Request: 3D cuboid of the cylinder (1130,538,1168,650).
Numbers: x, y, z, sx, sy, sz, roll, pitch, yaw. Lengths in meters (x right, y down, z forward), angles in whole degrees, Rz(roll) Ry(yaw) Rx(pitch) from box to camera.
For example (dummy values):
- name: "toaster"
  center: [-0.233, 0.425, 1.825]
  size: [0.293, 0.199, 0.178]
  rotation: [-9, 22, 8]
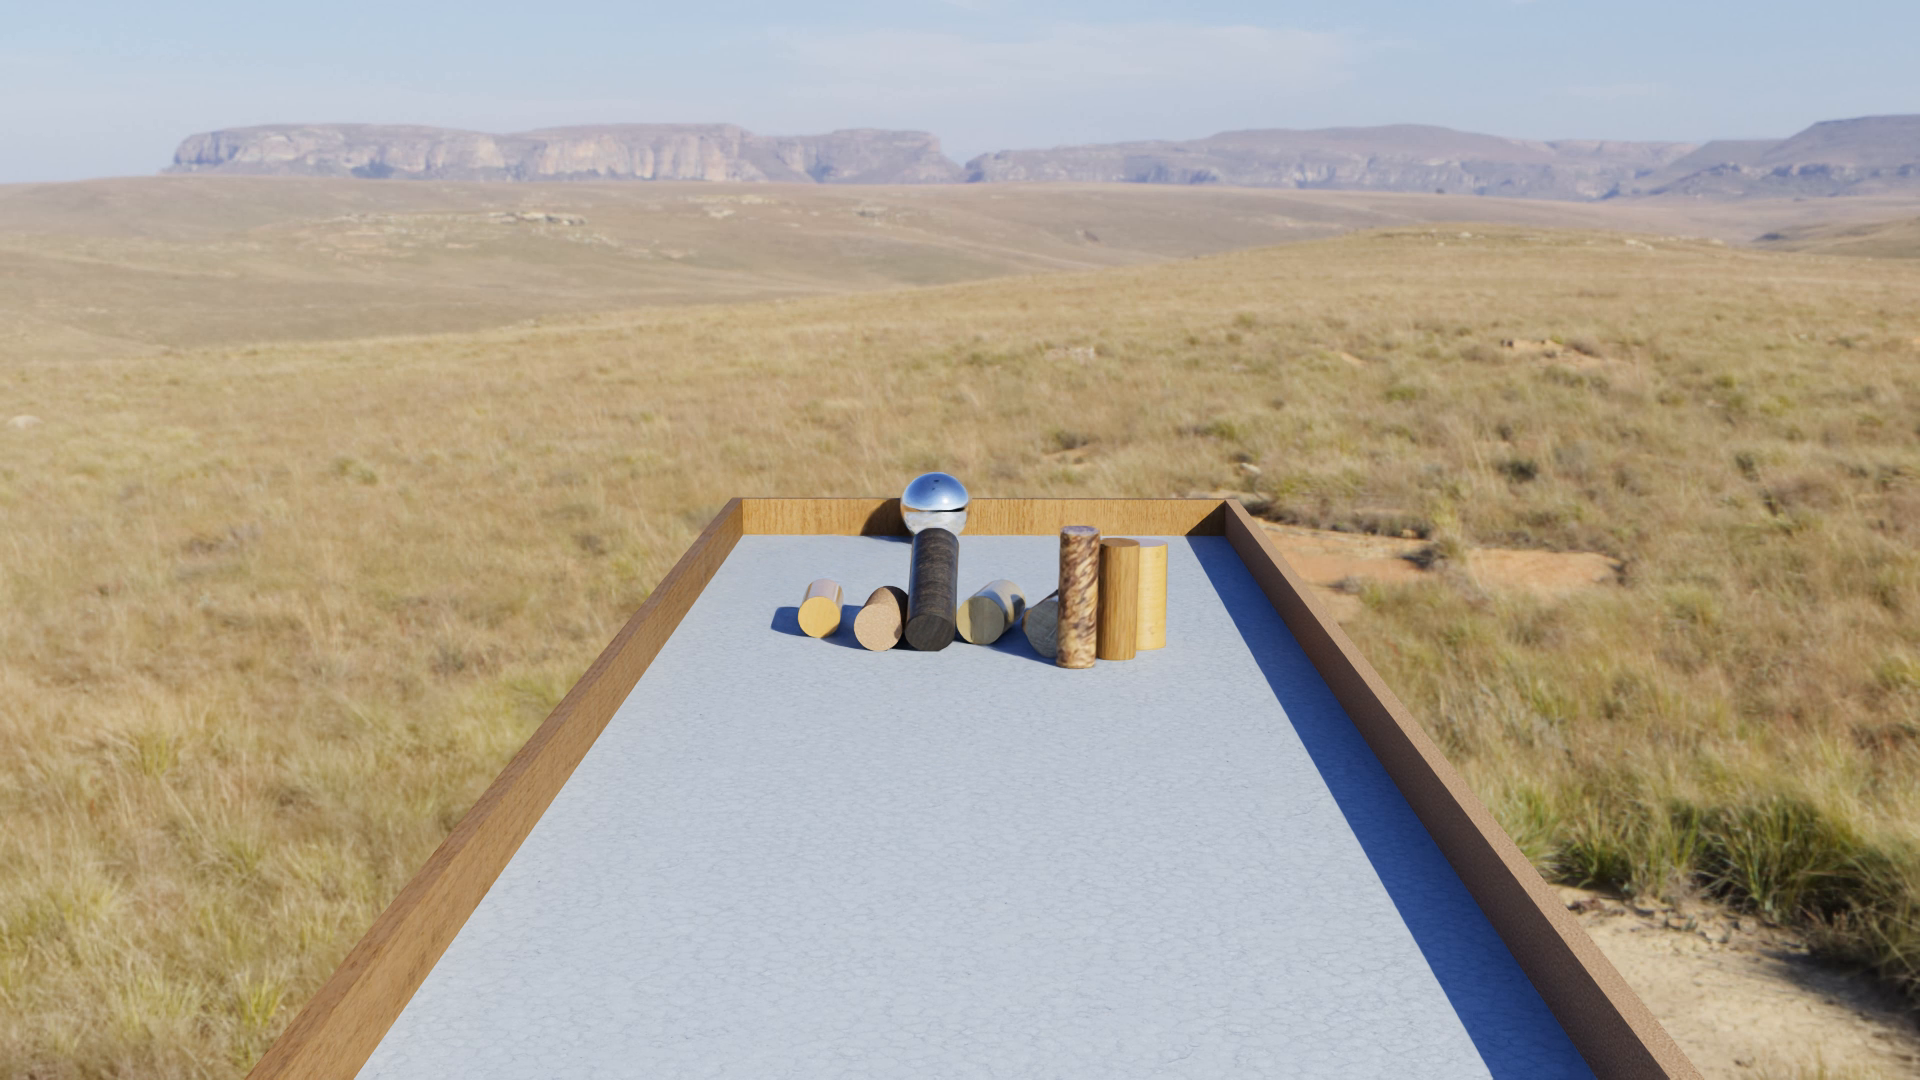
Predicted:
- name: "cylinder"
  center: [0.560, 0.170, 6.894]
  size: [0.177, 0.327, 0.177]
  rotation: [0, 9, 0]

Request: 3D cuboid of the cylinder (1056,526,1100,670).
- name: "cylinder"
  center: [0.352, 0.171, 6.568]
  size: [0.118, 0.415, 0.118]
  rotation: [1, 15, 0]

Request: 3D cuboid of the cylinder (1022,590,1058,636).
- name: "cylinder"
  center: [0.306, 0.236, 7.183]
  size: [0.107, 0.107, 0.414]
  rotation: [3, 9, 16]

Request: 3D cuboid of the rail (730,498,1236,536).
- name: "rail"
  center: [0.099, -0.098, 9.147]
  size: [2.100, 0.150, 0.050]
  rotation: [0, 9, 1]

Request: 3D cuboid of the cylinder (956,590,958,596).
- name: "cylinder"
  center: [-0.080, 0.207, 7.258]
  size: [0.139, 0.139, 0.443]
  rotation: [0, 9, 0]

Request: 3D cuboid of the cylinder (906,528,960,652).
- name: "cylinder"
  center: [-0.086, 0.153, 6.933]
  size: [0.154, 0.154, 0.419]
  rotation: [0, 40, 2]

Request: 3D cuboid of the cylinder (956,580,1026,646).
- name: "cylinder"
  center: [0.102, 0.230, 7.063]
  size: [0.156, 0.156, 0.319]
  rotation: [2, 9, 14]

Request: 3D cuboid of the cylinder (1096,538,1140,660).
- name: "cylinder"
  center: [0.479, 0.180, 6.711]
  size: [0.126, 0.355, 0.126]
  rotation: [1, 13, 0]

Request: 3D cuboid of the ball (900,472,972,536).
- name: "ball"
  center: [-0.099, -0.131, 8.917]
  size: [0.289, 0.289, 0.289]
  rotation: [0, 9, 0]

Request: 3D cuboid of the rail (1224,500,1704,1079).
- name: "rail"
  center: [1.046, 0.843, 3.208]
  size: [0.050, 0.150, 12.000]
  rotation: [0, 9, 1]

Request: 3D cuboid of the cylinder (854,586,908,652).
- name: "cylinder"
  center: [-0.241, 0.246, 6.977]
  size: [0.150, 0.150, 0.319]
  rotation: [1, 9, 4]

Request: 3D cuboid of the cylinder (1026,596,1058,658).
- name: "cylinder"
  center: [0.361, 0.245, 6.891]
  size: [0.179, 0.179, 0.396]
  rotation: [4, 10, 22]

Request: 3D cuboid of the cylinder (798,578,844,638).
- name: "cylinder"
  center: [-0.452, 0.221, 7.188]
  size: [0.134, 0.134, 0.336]
  rotation: [0, 9, -1]

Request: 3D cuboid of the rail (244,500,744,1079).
- name: "rail"
  center: [-1.004, 0.839, 3.234]
  size: [0.050, 0.150, 12.000]
  rotation: [0, 9, 1]
